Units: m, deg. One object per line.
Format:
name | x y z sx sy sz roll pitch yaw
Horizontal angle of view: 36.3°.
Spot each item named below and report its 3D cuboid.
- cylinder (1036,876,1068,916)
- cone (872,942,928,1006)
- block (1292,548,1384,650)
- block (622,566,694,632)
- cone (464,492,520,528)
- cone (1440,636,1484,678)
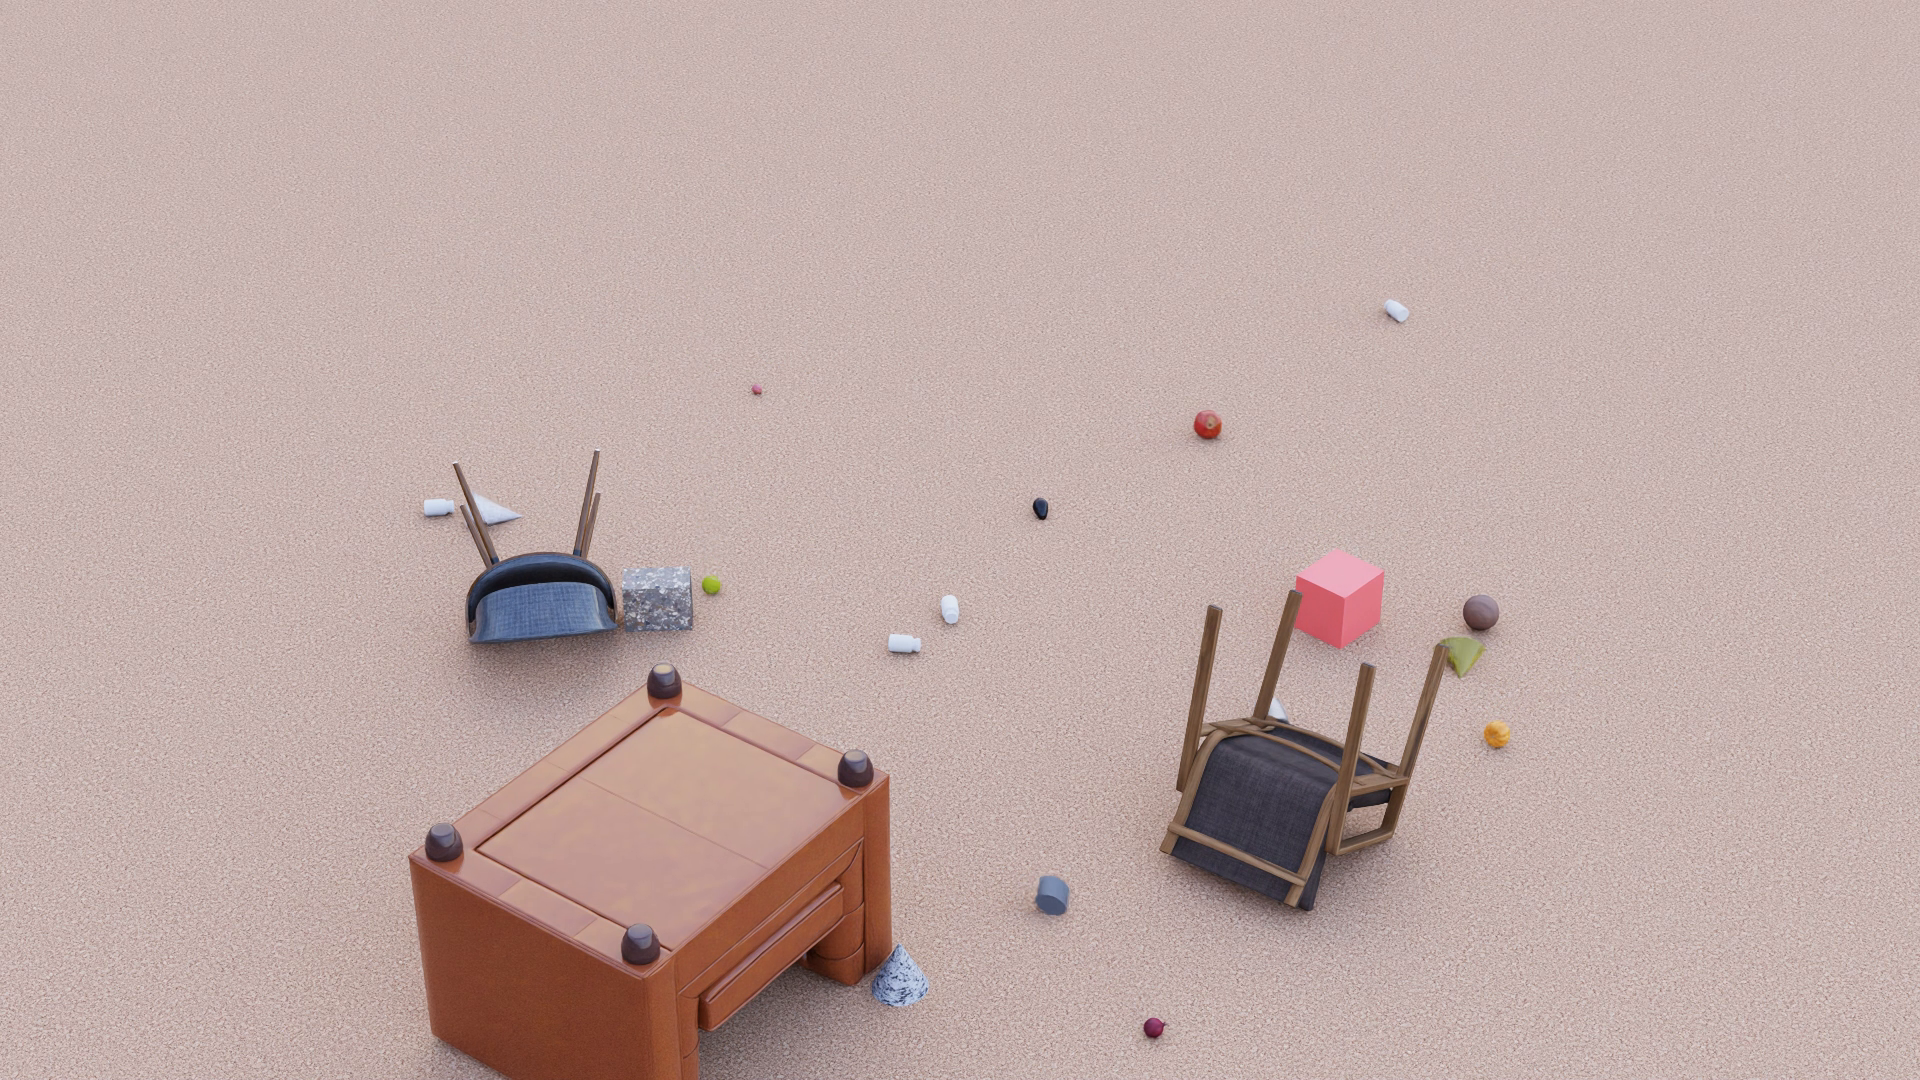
cylinder | 0.289 1.113 9.183 0.102 0.069 0.093 31 33 -11
cone | -0.181 1.280 8.840 0.171 0.178 0.180 25 41 32
block | 1.346 0.208 10.428 0.212 0.220 0.235 27 42 35
block | -1.077 0.211 10.457 0.238 0.183 0.133 -2 33 -3
cone | -1.743 -0.100 11.035 0.207 0.139 0.145 7 14 -25
cone | 1.753 0.428 10.249 0.154 0.106 0.141 11 55 -1
